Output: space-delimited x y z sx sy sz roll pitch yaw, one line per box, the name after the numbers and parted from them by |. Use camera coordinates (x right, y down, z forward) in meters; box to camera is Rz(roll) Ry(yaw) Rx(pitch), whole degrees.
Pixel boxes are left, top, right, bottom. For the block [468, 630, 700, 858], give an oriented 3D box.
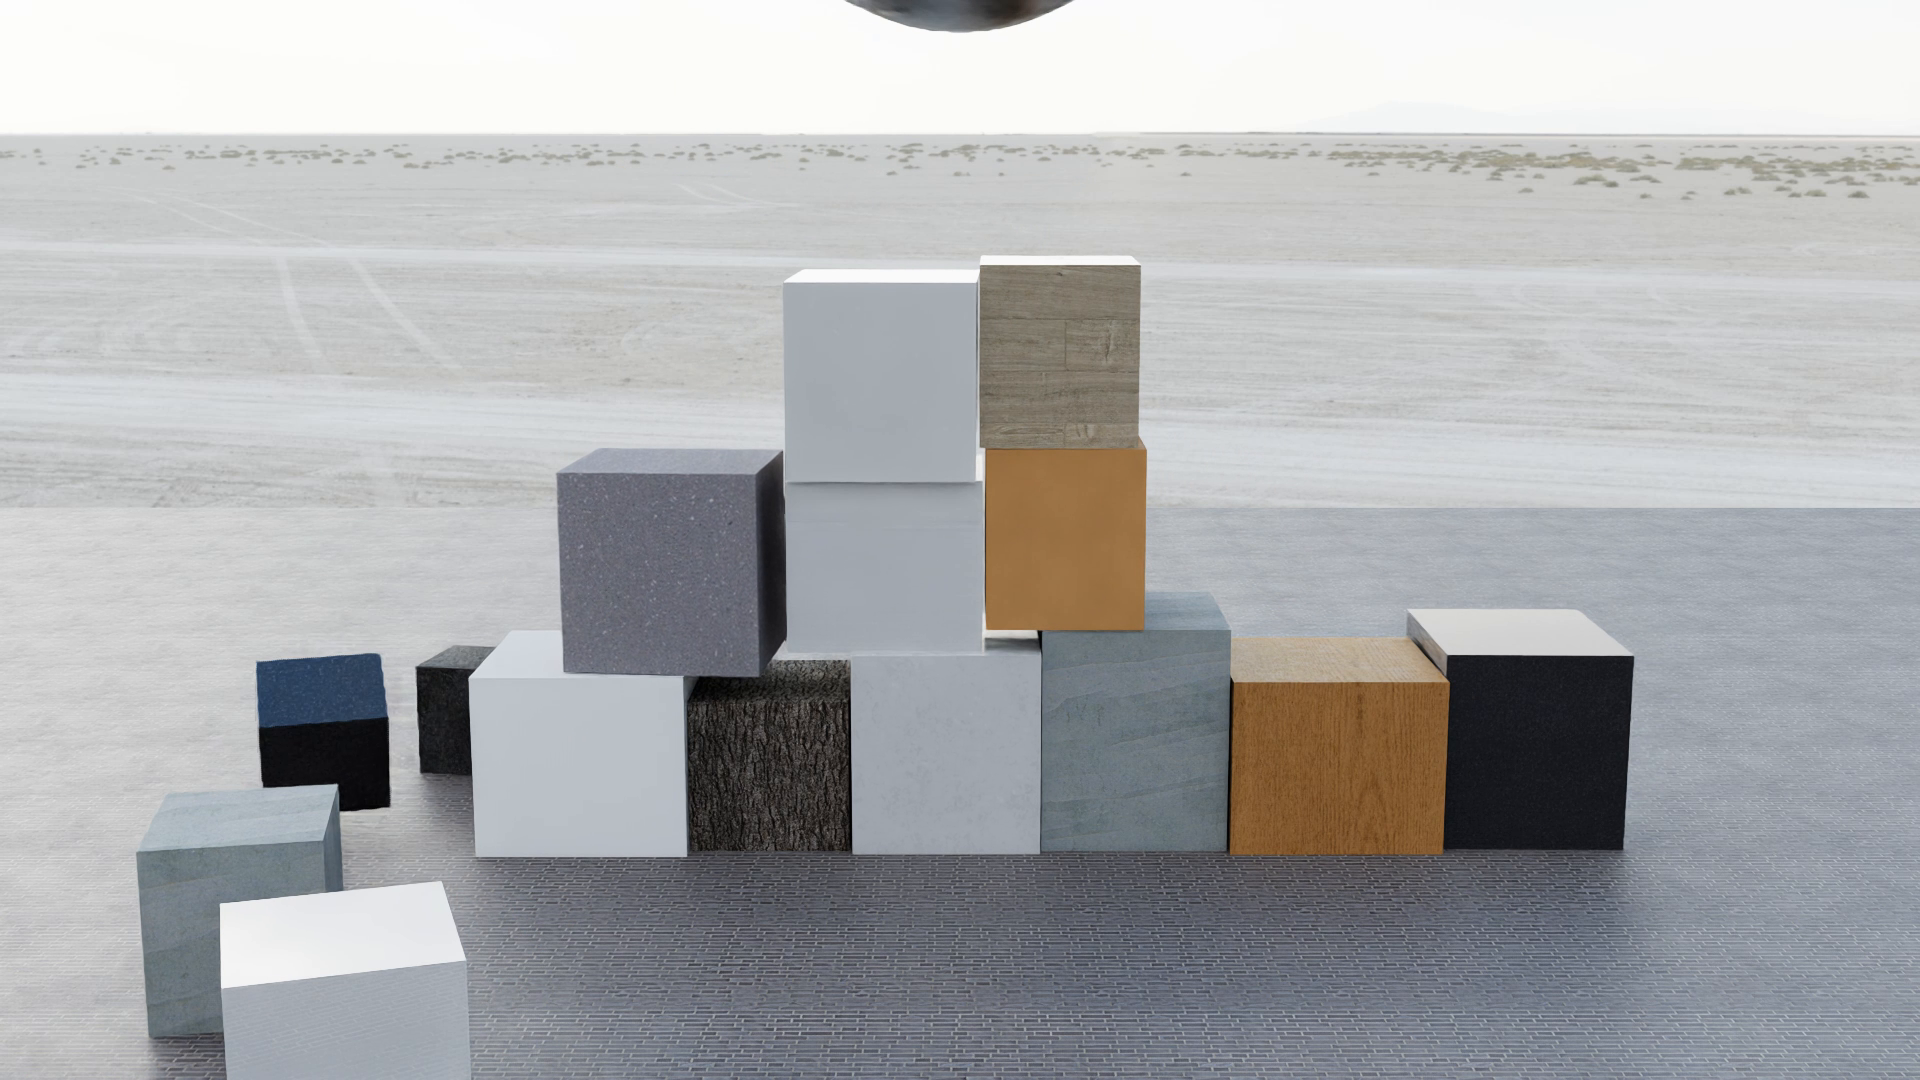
-1.879 1.030 11.348 1.047 0.914 1.054 0 10 0 | block

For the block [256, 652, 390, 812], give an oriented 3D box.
-3.283 1.003 11.339 0.622 0.576 0.573 -3 33 -17 | block

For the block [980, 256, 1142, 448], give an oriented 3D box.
0.488 -0.954 11.002 0.771 0.886 0.830 0 10 1 | block

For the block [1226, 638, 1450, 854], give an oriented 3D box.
1.873 1.043 11.359 1.059 0.883 0.997 0 10 0 | block

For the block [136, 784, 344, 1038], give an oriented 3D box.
-2.950 1.512 9.104 0.704 0.768 0.793 -2 11 -11 | block

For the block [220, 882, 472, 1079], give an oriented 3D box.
-2.142 1.750 7.656 0.773 0.817 0.838 -3 11 -18 | block

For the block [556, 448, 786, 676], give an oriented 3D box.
-1.436 0.094 11.132 0.974 1.002 0.870 1 10 4 | block

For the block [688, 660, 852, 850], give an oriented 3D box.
-0.950 1.099 11.379 0.797 0.767 0.898 0 10 0 | block

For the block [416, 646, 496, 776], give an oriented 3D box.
-2.667 0.970 12.518 0.652 0.613 0.541 2 10 10 | block

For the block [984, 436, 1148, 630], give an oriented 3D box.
0.518 -0.078 11.159 0.778 0.894 0.909 0 10 0 | block

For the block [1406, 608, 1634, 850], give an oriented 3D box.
2.873 0.964 11.468 0.918 1.001 1.082 0 10 1 | block

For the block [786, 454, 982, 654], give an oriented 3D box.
-0.366 0.055 11.179 0.958 0.861 0.881 0 10 0 | block

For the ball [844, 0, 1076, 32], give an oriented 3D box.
0.000 -2.562 7.551 1.600 1.600 1.600 0 10 0 | ball

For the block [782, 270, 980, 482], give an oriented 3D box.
-0.369 -0.844 11.035 0.920 0.960 1.023 0 10 2 | block

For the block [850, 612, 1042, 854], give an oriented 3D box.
-0.070 0.978 11.351 0.935 1.015 0.996 0 10 0 | block

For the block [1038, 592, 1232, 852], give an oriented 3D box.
0.870 0.916 11.360 0.928 1.134 0.928 0 10 0 | block
